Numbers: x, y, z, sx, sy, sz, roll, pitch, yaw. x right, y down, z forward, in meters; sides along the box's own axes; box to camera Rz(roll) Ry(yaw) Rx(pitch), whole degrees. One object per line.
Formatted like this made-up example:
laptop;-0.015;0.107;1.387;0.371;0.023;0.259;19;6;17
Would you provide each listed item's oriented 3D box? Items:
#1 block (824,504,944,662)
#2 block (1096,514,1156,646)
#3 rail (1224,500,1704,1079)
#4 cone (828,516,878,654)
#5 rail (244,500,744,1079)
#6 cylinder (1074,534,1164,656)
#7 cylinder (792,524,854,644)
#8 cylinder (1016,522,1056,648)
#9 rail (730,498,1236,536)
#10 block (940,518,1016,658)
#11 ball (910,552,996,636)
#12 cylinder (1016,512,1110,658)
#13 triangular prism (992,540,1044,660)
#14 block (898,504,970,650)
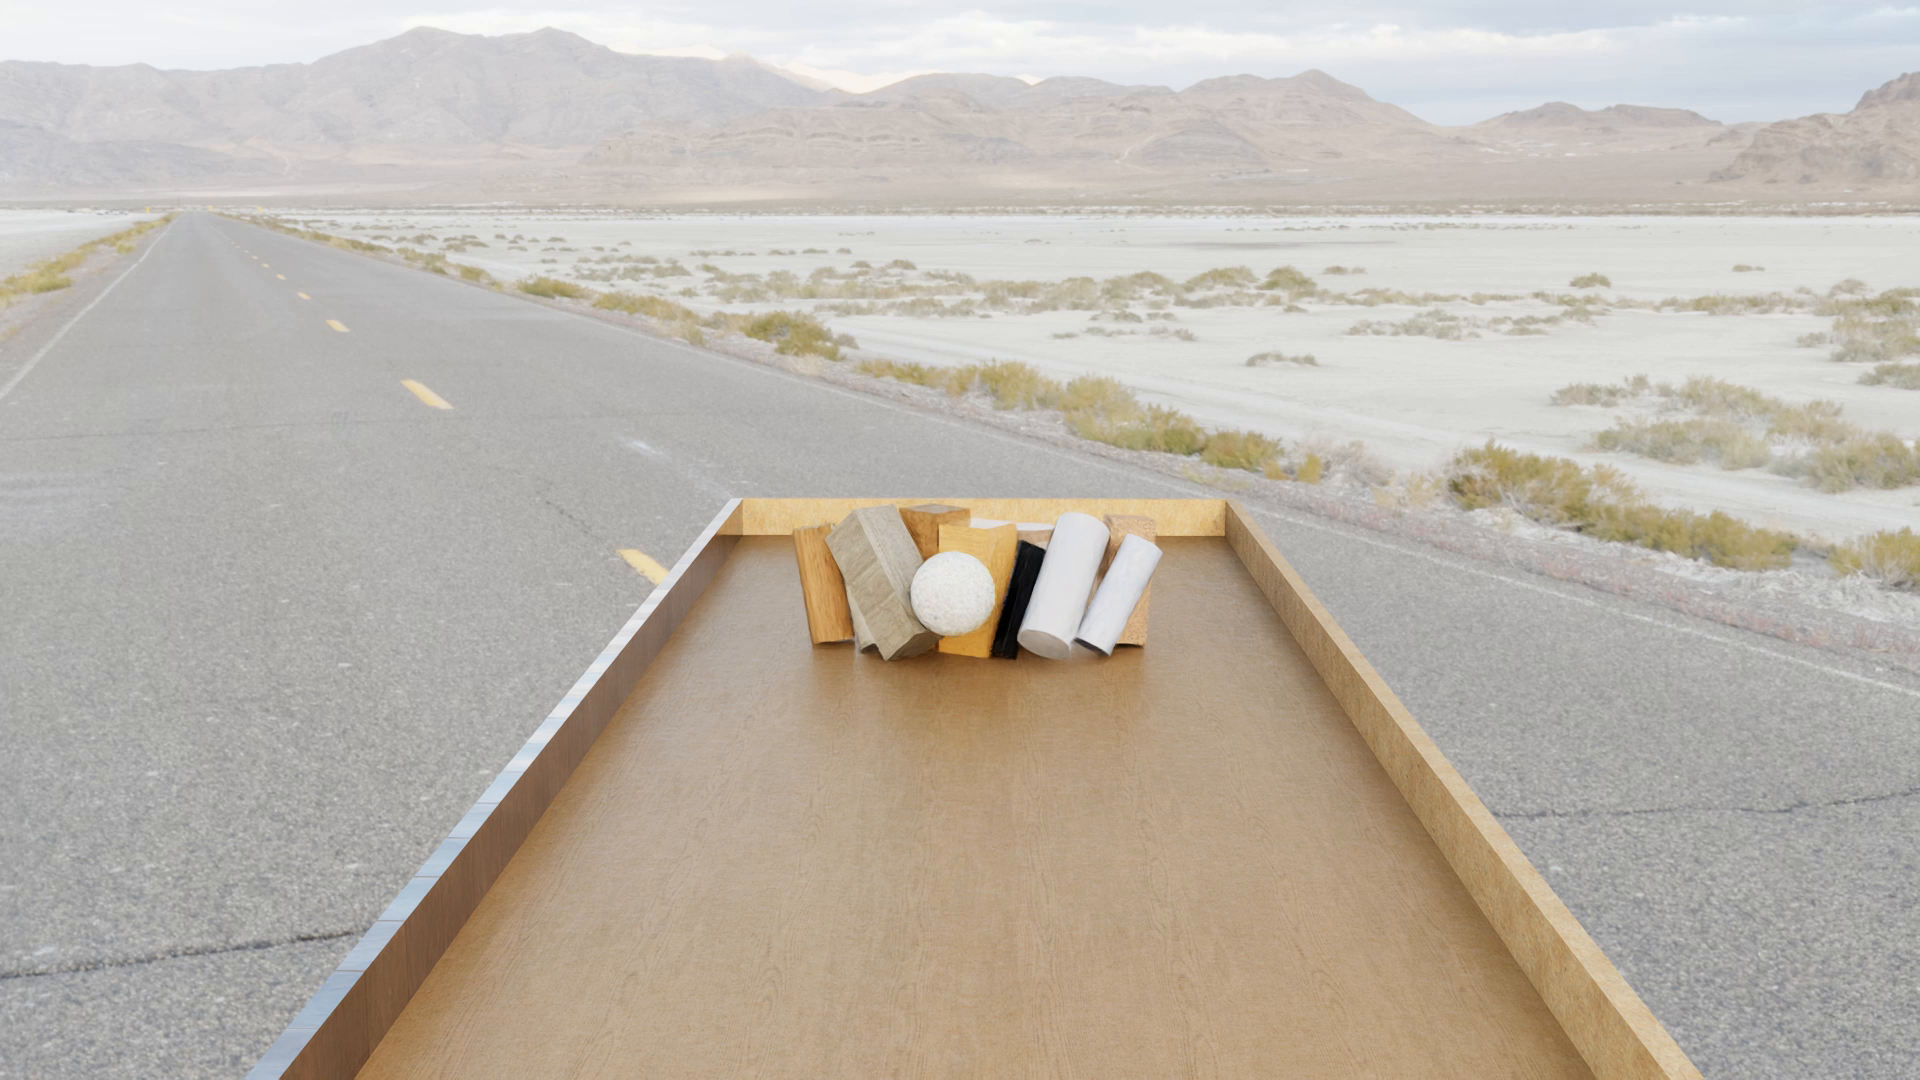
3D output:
block;-0.216;0.128;6.751;0.171;0.442;0.171;-9;-25;-44
block;0.517;0.124;6.923;0.140;0.391;0.140;4;5;-9
rail;1.046;0.843;3.208;0.050;0.150;12.000;0;9;1
cone;-0.336;0.124;6.829;0.101;0.456;0.101;-19;-16;-6
rail;-1.004;0.839;3.234;0.050;0.150;12.000;0;9;1
cylinder;0.485;0.169;6.754;0.126;0.363;0.126;27;-10;5
cylinder;-0.430;0.136;6.939;0.139;0.360;0.139;-10;2;0
cylinder;0.218;0.141;6.940;0.162;0.370;0.162;0;9;0
rail;0.099;-0.098;9.147;2.100;0.150;0.050;0;9;1
block;0.056;0.145;6.817;0.173;0.399;0.173;6;11;33
ball;-0.021;0.162;6.563;0.255;0.255;0.255;0;9;0
cylinder;0.320;0.139;6.754;0.170;0.427;0.170;16;-28;9
triangular prism;0.162;0.185;6.766;0.087;0.359;0.076;23;-16;-26
block;-0.083;0.111;6.928;0.159;0.427;0.159;9;12;40
